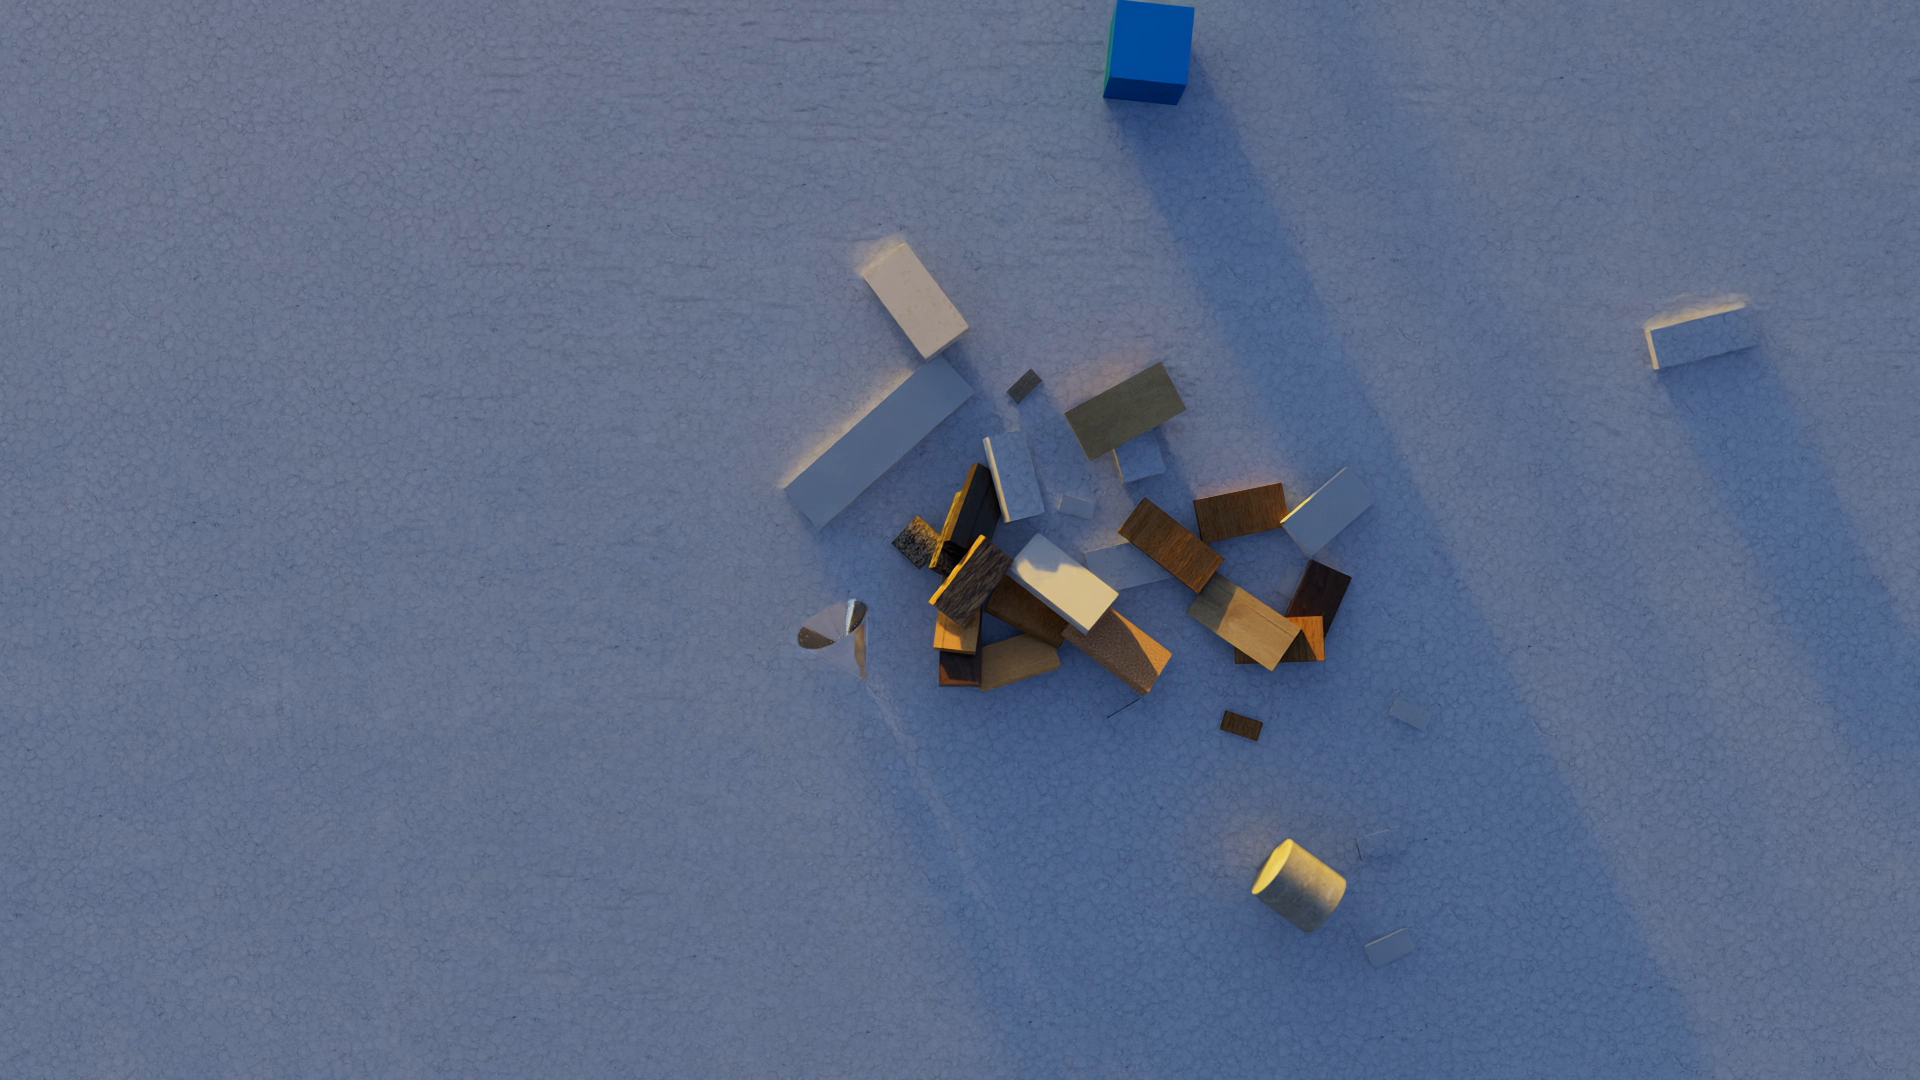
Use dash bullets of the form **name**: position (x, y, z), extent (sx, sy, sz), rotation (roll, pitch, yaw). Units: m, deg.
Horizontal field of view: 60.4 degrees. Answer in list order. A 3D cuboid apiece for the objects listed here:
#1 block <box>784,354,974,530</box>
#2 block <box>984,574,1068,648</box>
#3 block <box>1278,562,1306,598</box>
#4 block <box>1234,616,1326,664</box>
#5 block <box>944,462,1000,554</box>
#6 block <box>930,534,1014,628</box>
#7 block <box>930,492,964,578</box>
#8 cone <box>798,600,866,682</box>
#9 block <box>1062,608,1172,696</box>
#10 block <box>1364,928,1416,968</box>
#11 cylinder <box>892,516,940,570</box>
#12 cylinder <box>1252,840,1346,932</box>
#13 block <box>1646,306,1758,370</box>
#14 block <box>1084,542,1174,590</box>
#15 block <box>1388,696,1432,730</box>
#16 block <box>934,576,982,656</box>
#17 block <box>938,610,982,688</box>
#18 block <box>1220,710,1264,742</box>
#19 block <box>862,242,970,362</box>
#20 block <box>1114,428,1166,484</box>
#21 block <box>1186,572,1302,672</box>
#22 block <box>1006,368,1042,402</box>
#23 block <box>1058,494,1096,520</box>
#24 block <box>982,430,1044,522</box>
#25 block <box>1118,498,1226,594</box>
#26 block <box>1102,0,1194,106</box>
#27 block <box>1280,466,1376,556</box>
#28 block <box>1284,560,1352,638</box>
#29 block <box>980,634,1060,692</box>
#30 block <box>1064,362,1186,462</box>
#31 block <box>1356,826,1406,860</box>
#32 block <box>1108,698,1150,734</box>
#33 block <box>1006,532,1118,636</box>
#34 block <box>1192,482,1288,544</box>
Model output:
- **block**: position (-0.268, -0.328, 5.475), extent (0.685, 0.051, 0.180), rotation (-42, 90, 0)
- **block**: position (0.232, 0.235, 5.449), extent (0.276, 0.039, 0.138), rotation (27, 61, 0)
- **block**: position (1.104, 0.134, 5.492), extent (0.056, 0.016, 0.112), rotation (24, 90, 0)
- **block**: position (1.051, 0.331, 5.437), extent (0.290, 0.041, 0.145), rotation (-3, 83, 14)
- **block**: position (0.059, -0.093, 5.406), extent (0.143, 0.040, 0.285), rotation (29, 69, -26)
- **block**: position (0.038, 0.135, 5.355), extent (0.138, 0.039, 0.276), rotation (39, 87, -26)
- **block**: position (0.007, -0.004, 5.409), extent (0.138, 0.039, 0.276), rotation (29, 69, -26)
- **cone**: position (-0.366, 0.374, 5.444), extent (0.251, 0.251, 0.251), rotation (-28, 117, 0)
- **block**: position (0.517, 0.344, 5.436), extent (0.338, 0.048, 0.169), rotation (37, 61, -1)
- **block**: position (1.431, 1.356, 5.489), extent (0.152, 0.022, 0.076), rotation (-25, 90, 0)
- **cylinder**: position (-0.136, 0.009, 5.436), extent (0.127, 0.127, 0.127), rotation (43, 90, 0)
- **cylinder**: position (1.106, 1.130, 5.392), extent (0.216, 0.216, 0.216), rotation (36, 90, 0)
- **block**: position (2.465, -0.672, 5.481), extent (0.339, 0.037, 0.132), rotation (-14, 90, 0)
- **block**: position (0.577, 0.078, 5.479), extent (0.304, 0.042, 0.147), rotation (-13, 90, 0)
- **block**: position (1.499, 0.579, 5.491), extent (0.129, 0.018, 0.064), rotation (26, 90, 0)
- **block**: position (-0.001, 0.234, 5.433), extent (0.138, 0.039, 0.276), rotation (7, 70, 2)
- **block**: position (0.002, 0.345, 5.435), extent (0.138, 0.039, 0.276), rotation (1, 70, 0)
- **block**: position (0.937, 0.619, 5.491), extent (0.129, 0.018, 0.064), rotation (18, 90, 0)
- **block**: position (-0.145, -0.784, 5.449), extent (0.180, 0.051, 0.359), rotation (-36, 82, 0)
- **block**: position (0.573, -0.344, 5.480), extent (0.143, 0.040, 0.285), rotation (-16, 90, 0)
- **block**: position (0.934, 0.267, 5.428), extent (0.338, 0.048, 0.169), rotation (35, 93, 15)
- **block**: position (0.214, -0.512, 5.492), extent (0.112, 0.016, 0.056), rotation (-43, 90, 0)
- **block**: position (0.389, -0.109, 5.492), extent (0.112, 0.016, 0.056), rotation (16, 90, 0)
- **block**: position (0.178, -0.211, 5.445), extent (0.143, 0.040, 0.285), rotation (-14, 90, -32)
- **block**: position (0.696, 0.018, 5.438), extent (0.331, 0.041, 0.145), rotation (38, 90, 0)
- **block**: position (0.612, -1.585, 5.376), extent (0.248, 0.248, 0.248), rotation (6, 90, 0)
- **block**: position (1.217, -0.095, 5.456), extent (0.293, 0.042, 0.147), rotation (-40, 94, -7)
- **block**: position (1.173, 0.226, 5.479), extent (0.145, 0.041, 0.290), rotation (24, 90, 0)
- **block**: position (0.180, 0.395, 5.451), extent (0.276, 0.039, 0.138), rotation (-17, 69, -2)
- **block**: position (0.543, -0.422, 5.434), extent (0.359, 0.051, 0.180), rotation (-28, 90, 0)
- **block**: position (1.399, 1.011, 5.489), extent (0.152, 0.022, 0.076), rotation (-15, 90, 0)
- **block**: position (0.561, 0.587, 5.491), extent (0.129, 0.018, 0.064), rotation (-31, 90, 0)
- **block**: position (0.334, 0.143, 5.415), extent (0.338, 0.048, 0.169), rotation (38, 66, 10)
- **block**: position (0.935, -0.089, 5.479), extent (0.293, 0.042, 0.147), rotation (-12, 90, 0)
